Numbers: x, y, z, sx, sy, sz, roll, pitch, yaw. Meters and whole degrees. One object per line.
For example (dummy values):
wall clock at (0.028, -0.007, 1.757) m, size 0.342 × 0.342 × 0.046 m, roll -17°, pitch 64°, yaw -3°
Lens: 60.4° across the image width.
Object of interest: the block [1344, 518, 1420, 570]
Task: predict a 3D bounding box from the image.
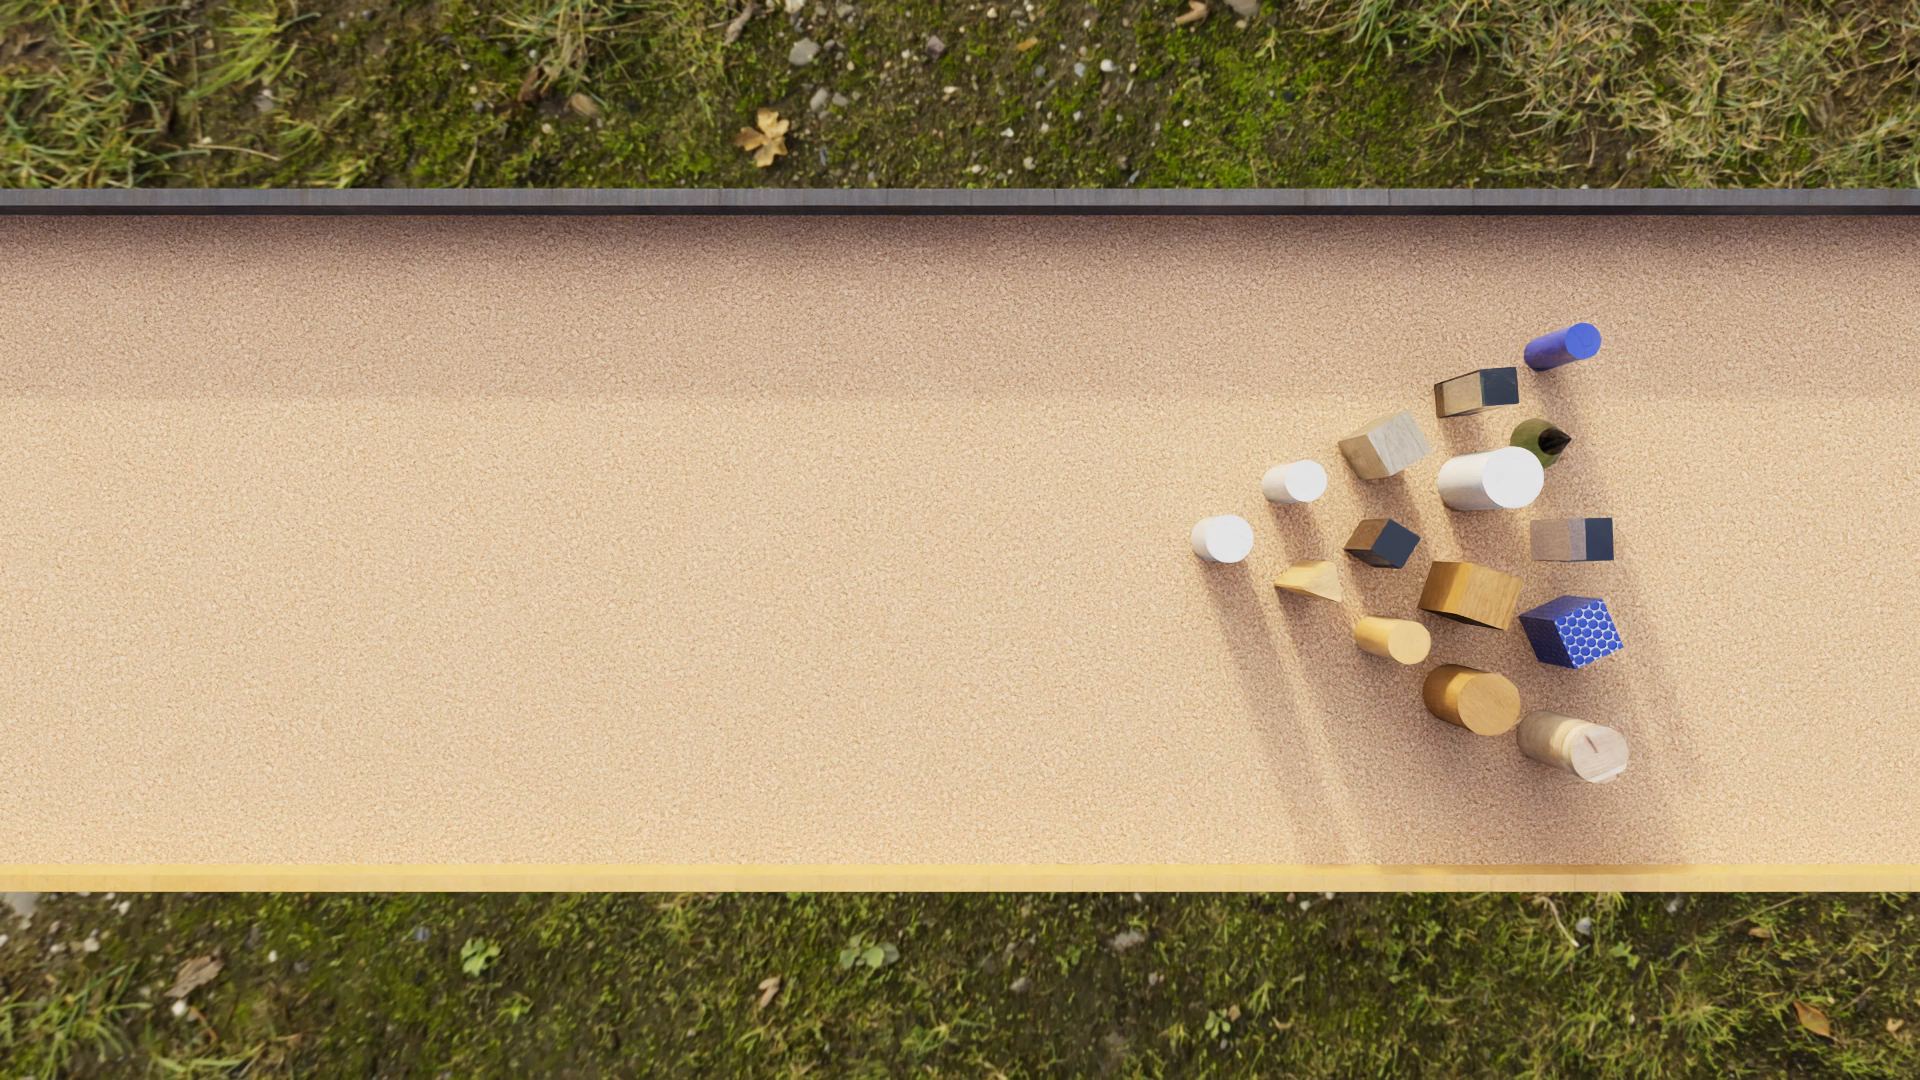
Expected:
block at (1.252, 0.010, 4.909) m, size 0.106 × 0.336 × 0.106 m, roll 32°, pitch 90°, yaw 0°

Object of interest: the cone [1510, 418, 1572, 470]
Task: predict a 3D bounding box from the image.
cone at (1.773, -0.295, 4.925) m, size 0.161 × 0.303 × 0.161 m, roll 0°, pitch 90°, yaw 0°

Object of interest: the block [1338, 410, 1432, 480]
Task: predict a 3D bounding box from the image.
block at (1.254, -0.278, 4.891) m, size 0.139 × 0.371 × 0.139 m, roll -31°, pitch 90°, yaw 0°

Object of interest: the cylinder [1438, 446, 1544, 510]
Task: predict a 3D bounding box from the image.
cylinder at (1.556, -0.176, 4.858) m, size 0.174 × 0.437 × 0.174 m, roll 0°, pitch 90°, yaw 0°

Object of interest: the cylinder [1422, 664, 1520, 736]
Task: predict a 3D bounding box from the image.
cylinder at (1.513, 0.470, 4.896) m, size 0.179 × 0.361 × 0.179 m, roll 0°, pitch 90°, yaw 0°

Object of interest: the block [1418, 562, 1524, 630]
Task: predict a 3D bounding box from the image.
block at (1.503, 0.161, 4.877) m, size 0.152 × 0.399 × 0.152 m, roll 19°, pitch 90°, yaw 0°

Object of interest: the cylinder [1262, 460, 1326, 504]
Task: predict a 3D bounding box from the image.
cylinder at (0.989, -0.169, 4.894) m, size 0.120 × 0.364 × 0.120 m, roll 0°, pitch 90°, yaw 0°

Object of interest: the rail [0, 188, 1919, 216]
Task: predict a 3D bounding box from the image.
rail at (-2.247, -1.025, 5.002) m, size 12.000 × 0.150 × 0.050 m, roll 0°, pitch 90°, yaw 0°

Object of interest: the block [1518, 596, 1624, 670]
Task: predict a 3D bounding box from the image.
block at (1.820, 0.272, 4.926) m, size 0.155 × 0.302 × 0.155 m, roll -24°, pitch 90°, yaw 0°

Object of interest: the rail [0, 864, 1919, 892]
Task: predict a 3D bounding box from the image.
rail at (-2.247, 1.025, 5.001) m, size 12.000 × 0.150 × 0.050 m, roll 0°, pitch 90°, yaw 0°

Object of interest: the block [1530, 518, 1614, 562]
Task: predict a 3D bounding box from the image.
block at (1.818, -0.001, 4.911) m, size 0.124 × 0.331 × 0.124 m, roll -2°, pitch 90°, yaw 0°

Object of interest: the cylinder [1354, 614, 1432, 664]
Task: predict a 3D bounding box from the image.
cylinder at (1.276, 0.291, 4.880) m, size 0.123 × 0.393 × 0.123 m, roll 0°, pitch 90°, yaw 0°

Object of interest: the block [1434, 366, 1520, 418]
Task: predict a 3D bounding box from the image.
block at (1.515, -0.431, 4.855) m, size 0.105 × 0.444 × 0.105 m, roll -5°, pitch 90°, yaw 0°

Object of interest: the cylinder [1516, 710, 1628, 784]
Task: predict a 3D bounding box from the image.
cylinder at (1.793, 0.602, 4.849) m, size 0.161 × 0.454 × 0.161 m, roll 0°, pitch 90°, yaw 0°

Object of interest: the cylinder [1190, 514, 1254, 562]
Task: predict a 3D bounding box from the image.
cylinder at (0.780, -0.004, 4.925) m, size 0.140 × 0.303 × 0.140 m, roll 0°, pitch 90°, yaw 0°

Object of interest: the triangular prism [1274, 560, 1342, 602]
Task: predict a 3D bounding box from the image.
triangular prism at (1.034, 0.109, 4.855) m, size 0.114 × 0.442 × 0.099 m, roll 20°, pitch 90°, yaw 0°

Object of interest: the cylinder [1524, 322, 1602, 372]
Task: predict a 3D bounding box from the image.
cylinder at (1.787, -0.571, 4.903) m, size 0.104 × 0.346 × 0.104 m, roll 0°, pitch 90°, yaw 0°
